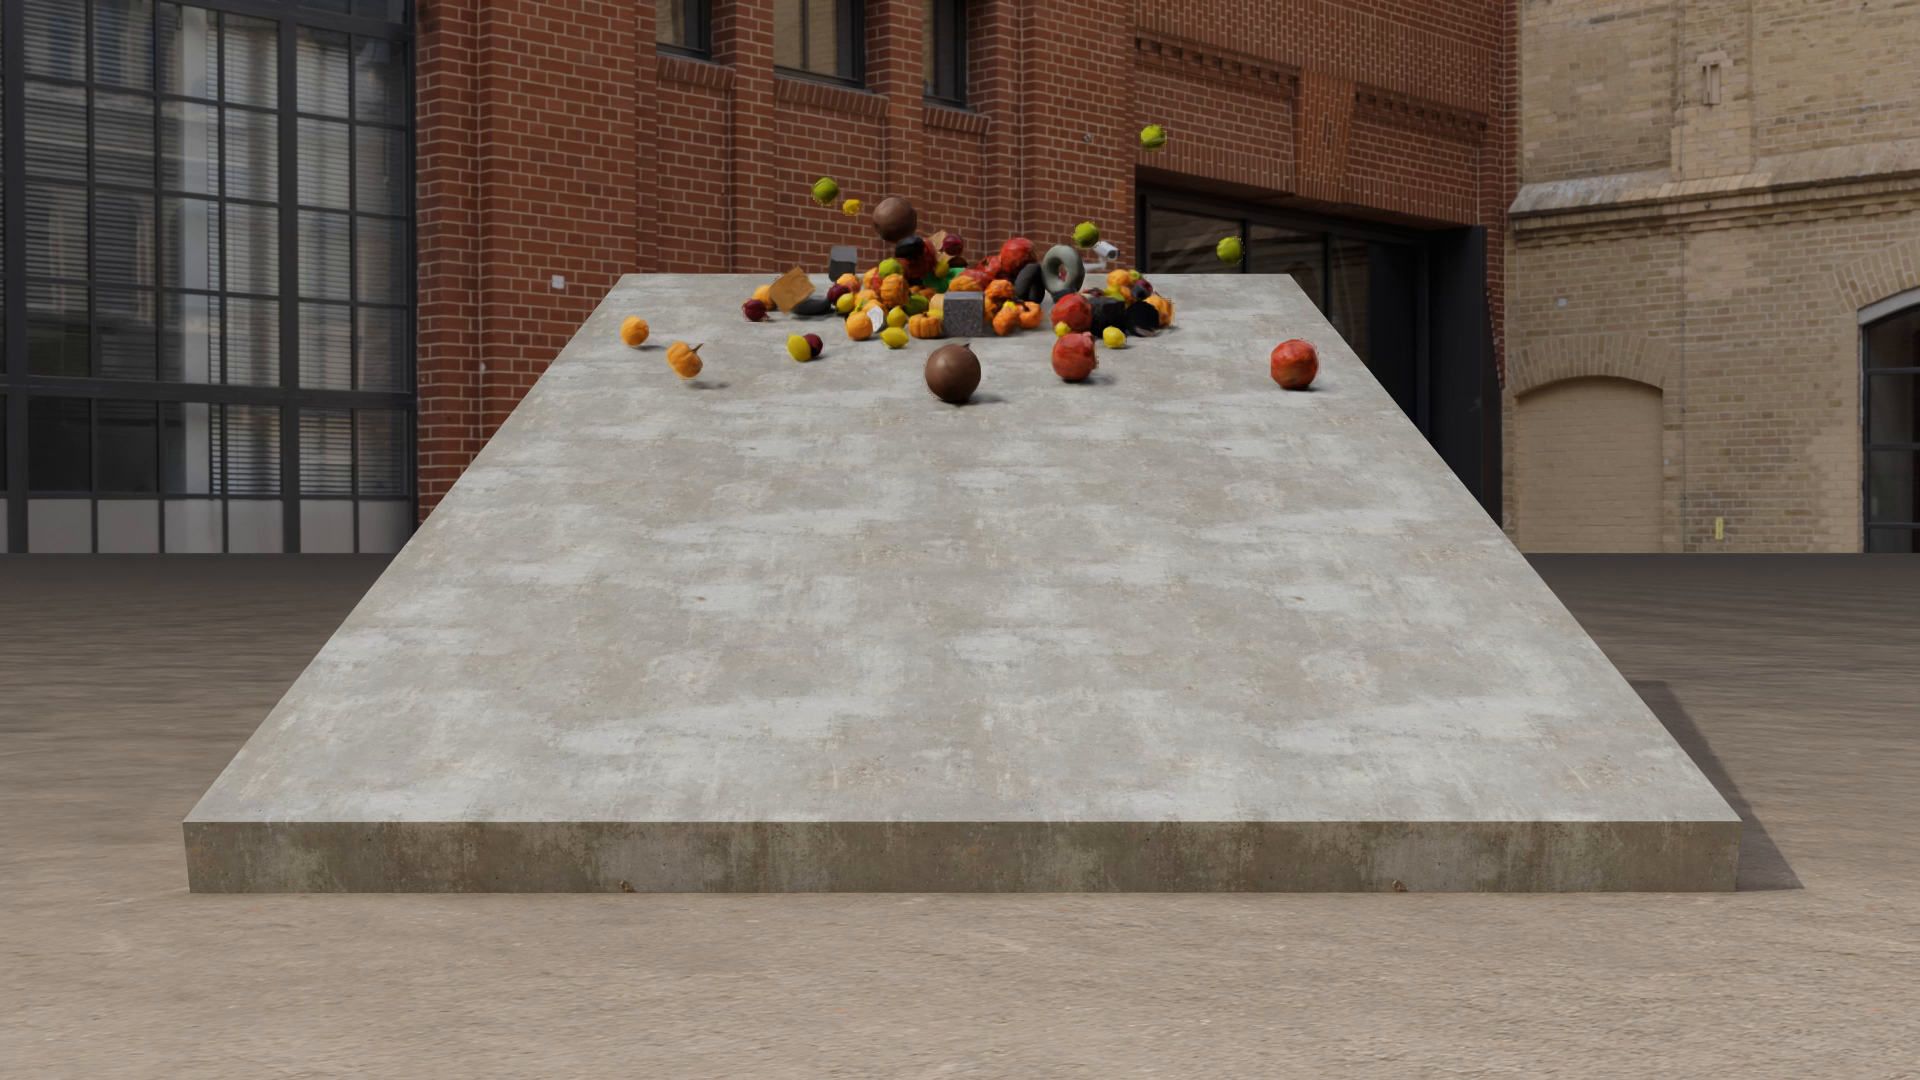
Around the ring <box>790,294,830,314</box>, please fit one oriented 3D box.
[{"bbox_3d":[-0.414,-0.647,6.099,0.120,0.040,0.120,0,17,0],"label":"ring"}]

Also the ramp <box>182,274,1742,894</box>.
[{"bbox_3d":[-0.003,-0.172,4.774,2.000,0.100,4.000,0,17,0],"label":"ramp"}]

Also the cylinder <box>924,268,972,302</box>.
[{"bbox_3d":[-0.036,-0.711,6.212,0.098,0.098,0.098,0,0,-33],"label":"cylinder"}]

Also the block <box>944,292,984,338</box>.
[{"bbox_3d":[0.010,-0.590,5.810,0.100,0.100,0.100,1,17,3],"label":"block"}]

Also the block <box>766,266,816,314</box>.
[{"bbox_3d":[-0.455,-0.673,5.988,0.080,0.080,0.080,-38,3,-32],"label":"block"}]

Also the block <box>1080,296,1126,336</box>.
[{"bbox_3d":[0.374,-0.586,5.824,0.085,0.085,0.085,-13,21,-38],"label":"block"}]

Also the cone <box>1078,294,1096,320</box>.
[{"bbox_3d":[0.334,-0.602,5.958,0.083,0.083,0.083,0,43,15],"label":"cone"}]

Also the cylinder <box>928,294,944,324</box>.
[{"bbox_3d":[-0.030,-0.616,5.932,0.077,0.077,0.077,13,8,37],"label":"cylinder"}]

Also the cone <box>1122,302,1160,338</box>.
[{"bbox_3d":[0.471,-0.567,5.831,0.096,0.096,0.096,0,-10,-1],"label":"cone"}]

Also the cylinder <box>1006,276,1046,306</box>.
[{"bbox_3d":[0.184,-0.694,6.191,0.078,0.078,0.078,0,15,-30],"label":"cylinder"}]

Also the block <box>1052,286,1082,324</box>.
[{"bbox_3d":[0.289,-0.625,5.905,0.066,0.066,0.066,-19,-17,10],"label":"block"}]

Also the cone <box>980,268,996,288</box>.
[{"bbox_3d":[0.074,-0.756,6.481,0.059,0.059,0.059,0,-15,-42],"label":"cone"}]

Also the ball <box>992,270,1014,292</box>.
[{"bbox_3d":[0.130,-0.747,6.423,0.070,0.070,0.070,0,0,0],"label":"ball"}]

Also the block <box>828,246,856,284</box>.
[{"bbox_3d":[-0.344,-0.808,6.498,0.073,0.073,0.073,6,43,-6],"label":"block"}]

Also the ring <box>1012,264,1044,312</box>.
[{"bbox_3d":[0.188,-0.689,6.072,0.047,0.141,0.141,19,7,21],"label":"ring"}]

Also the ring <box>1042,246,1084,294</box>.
[{"bbox_3d":[0.279,-0.727,6.030,0.049,0.147,0.147,-11,7,-41],"label":"ring"}]

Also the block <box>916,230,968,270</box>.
[{"bbox_3d":[-0.049,-0.800,6.262,0.092,0.092,0.092,-33,-22,11],"label":"block"}]
